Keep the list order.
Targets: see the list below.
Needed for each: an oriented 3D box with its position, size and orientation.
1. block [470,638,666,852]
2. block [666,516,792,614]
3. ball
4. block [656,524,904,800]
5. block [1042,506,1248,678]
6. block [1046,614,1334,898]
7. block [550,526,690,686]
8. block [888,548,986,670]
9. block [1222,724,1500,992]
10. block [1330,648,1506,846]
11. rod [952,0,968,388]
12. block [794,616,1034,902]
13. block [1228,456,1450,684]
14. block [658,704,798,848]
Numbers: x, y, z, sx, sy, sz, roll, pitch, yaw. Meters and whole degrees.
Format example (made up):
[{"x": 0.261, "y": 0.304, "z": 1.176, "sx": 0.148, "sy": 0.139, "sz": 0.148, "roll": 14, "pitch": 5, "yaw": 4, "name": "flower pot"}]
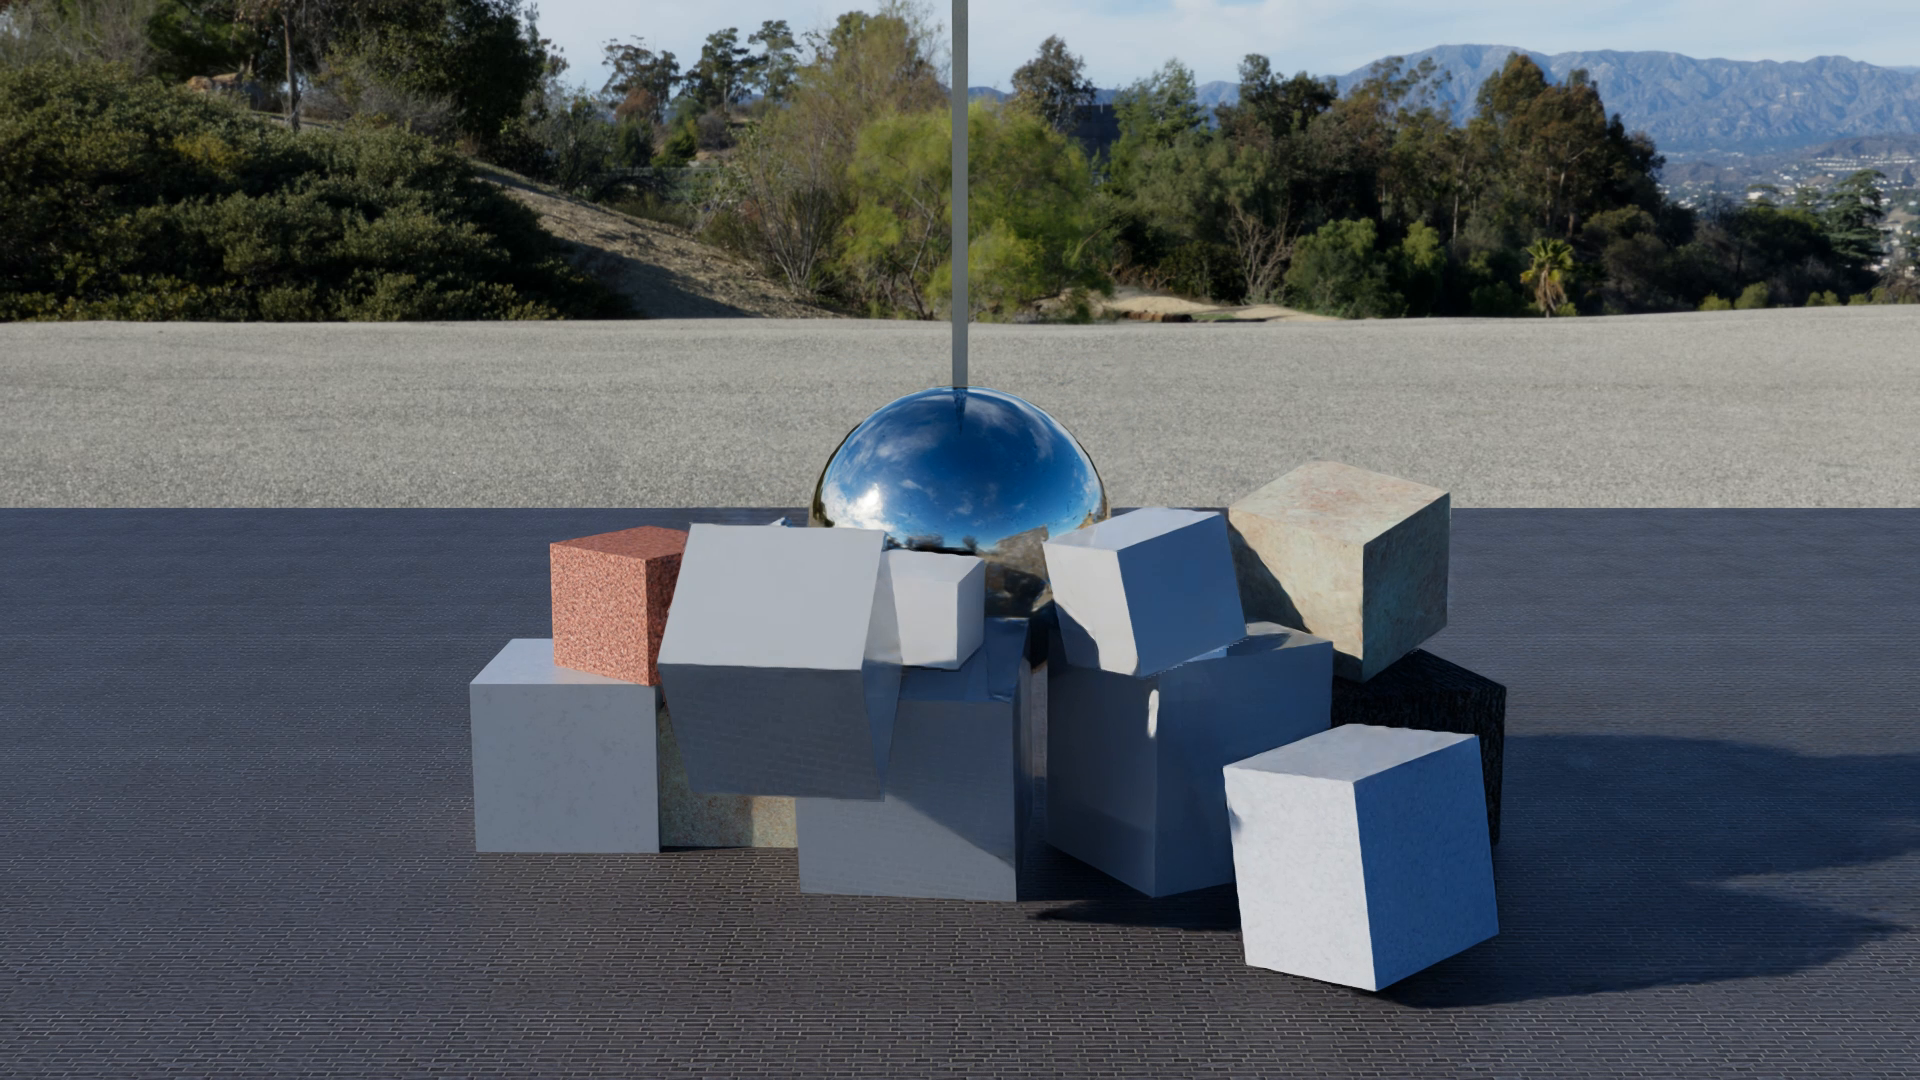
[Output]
[{"x": -1.953, "y": 1.046, "z": 11.394, "sx": 0.914, "sy": 0.866, "sz": 0.997, "roll": 0, "pitch": 10, "yaw": 1, "name": "block"}, {"x": -0.944, "y": 0.326, "z": 10.407, "sx": 0.552, "sy": 0.549, "sz": 0.493, "roll": -28, "pitch": 17, "yaw": 22, "name": "block"}, {"x": 0.000, "y": -0.005, "z": 11.432, "sx": 1.600, "sy": 1.600, "sz": 1.600, "roll": 0, "pitch": 10, "yaw": 0, "name": "ball"}, {"x": -0.751, "y": 0.530, "z": 9.530, "sx": 0.847, "sy": 0.887, "sz": 0.782, "roll": 2, "pitch": 47, "yaw": 7, "name": "block"}, {"x": 0.854, "y": 0.228, "z": 10.199, "sx": 0.613, "sy": 0.592, "sz": 0.603, "roll": -19, "pitch": 13, "yaw": -29, "name": "block"}, {"x": 1.120, "y": 1.010, "z": 10.874, "sx": 1.027, "sy": 1.119, "sz": 0.951, "roll": -6, "pitch": 12, "yaw": -30, "name": "block"}, {"x": -1.586, "y": 0.320, "z": 11.200, "sx": 0.702, "sy": 0.632, "sz": 0.675, "roll": 8, "pitch": 13, "yaw": 38, "name": "block"}, {"x": -0.172, "y": 0.317, "z": 10.243, "sx": 0.466, "sy": 0.412, "sz": 0.467, "roll": 5, "pitch": 15, "yaw": 15, "name": "block"}, {"x": 1.719, "y": 1.329, "z": 9.415, "sx": 0.831, "sy": 0.875, "sz": 0.713, "roll": -13, "pitch": 9, "yaw": -39, "name": "block"}, {"x": 2.129, "y": 1.083, "z": 11.319, "sx": 0.967, "sy": 0.819, "sz": 0.900, "roll": -3, "pitch": 11, "yaw": -17, "name": "block"}, {"x": 0.000, "y": -3.322, "z": 10.686, "sx": 0.080, "sy": 5.200, "sz": 0.080, "roll": 0, "pitch": 13, "yaw": 0, "name": "rod"}, {"x": -0.206, "y": 1.022, "z": 10.535, "sx": 1.023, "sy": 1.045, "sz": 0.892, "roll": 1, "pitch": 23, "yaw": 7, "name": "block"}, {"x": 1.956, "y": 0.140, "z": 11.355, "sx": 0.814, "sy": 0.771, "sz": 0.776, "roll": 18, "pitch": 33, "yaw": 40, "name": "block"}, {"x": -1.070, "y": 1.136, "z": 11.388, "sx": 0.829, "sy": 0.691, "sz": 0.777, "roll": 0, "pitch": 10, "yaw": 2, "name": "block"}]
